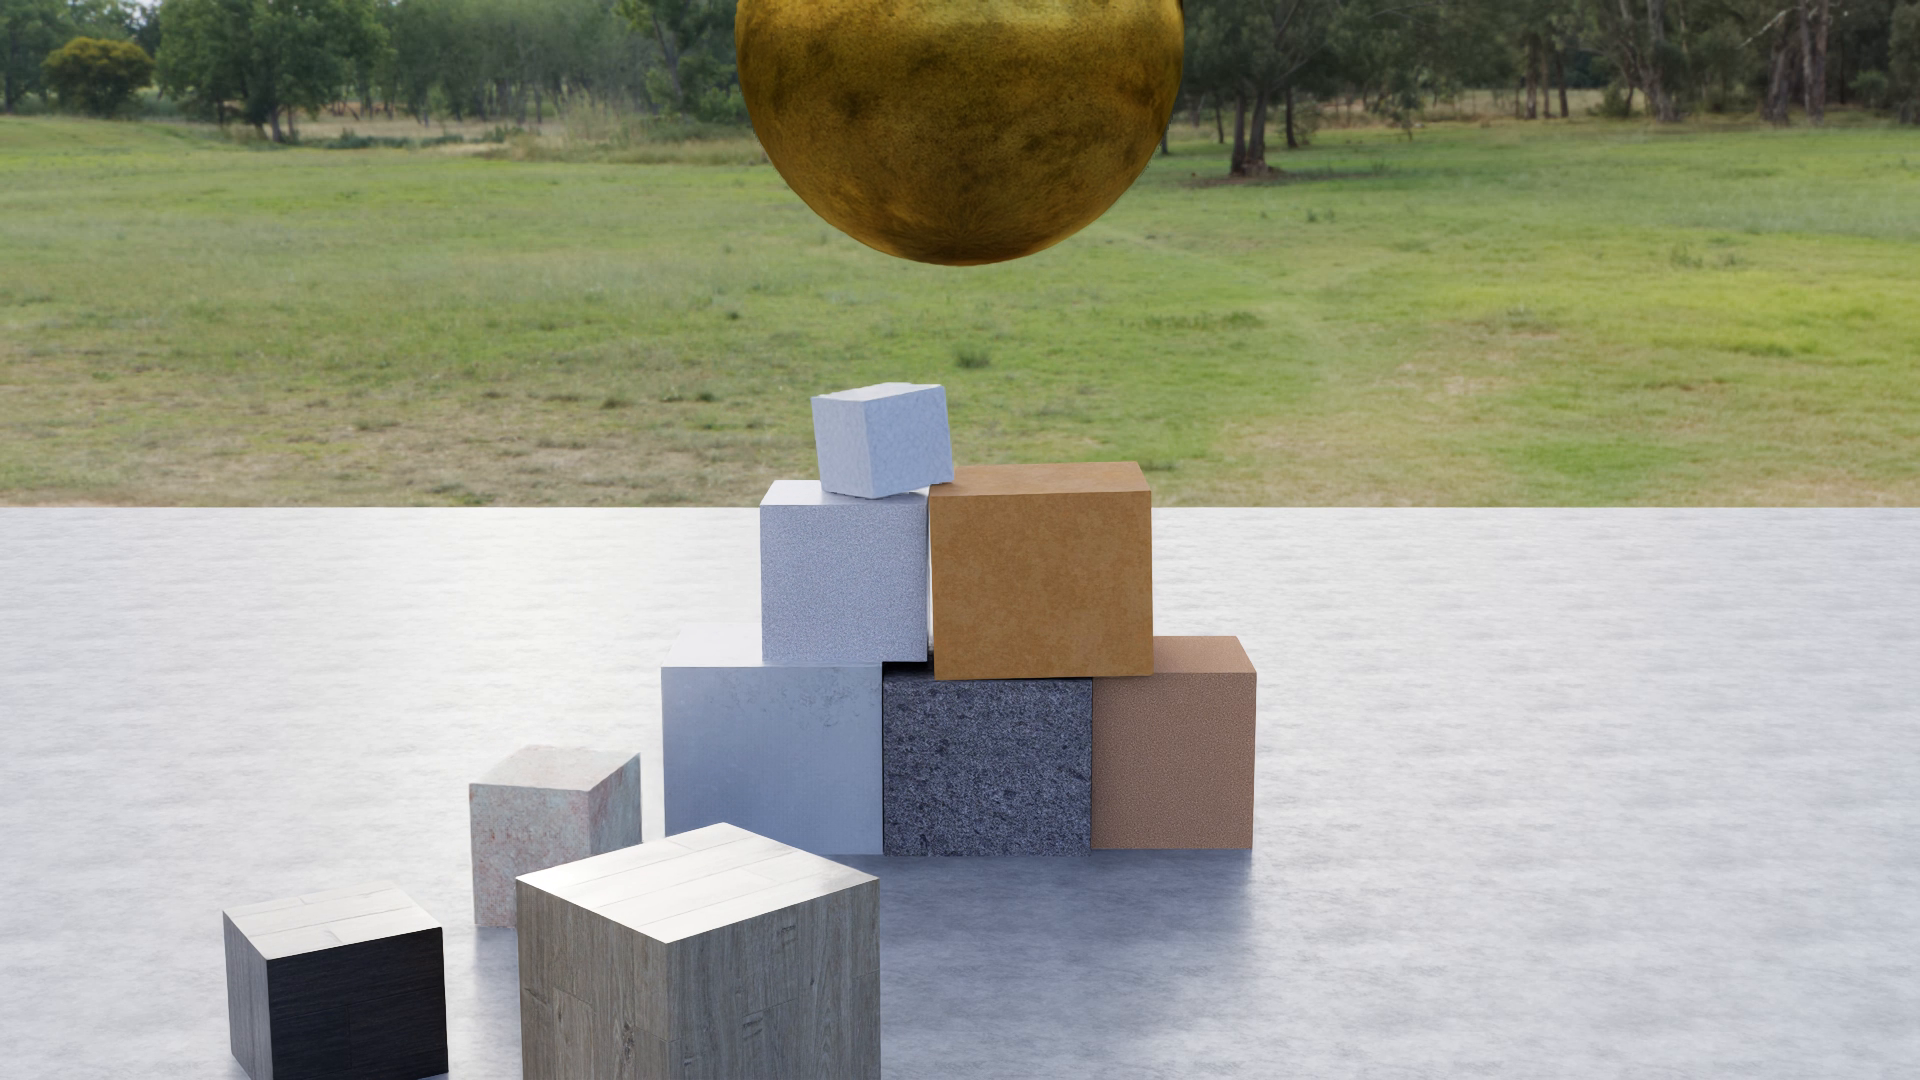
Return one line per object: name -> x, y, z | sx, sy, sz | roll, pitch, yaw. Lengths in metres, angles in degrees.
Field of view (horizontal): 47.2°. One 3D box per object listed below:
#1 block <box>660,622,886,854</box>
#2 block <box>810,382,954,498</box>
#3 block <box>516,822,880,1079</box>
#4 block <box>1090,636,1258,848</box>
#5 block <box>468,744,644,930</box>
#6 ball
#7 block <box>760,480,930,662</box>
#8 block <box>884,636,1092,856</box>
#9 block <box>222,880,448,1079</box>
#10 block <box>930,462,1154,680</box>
block -> -0.925, 1.004, 11.360 | 1.083, 0.961, 1.004 | 0, 10, 0
block -> -0.390, -0.509, 11.066 | 0.486, 0.483, 0.491 | -14, 13, -34
block -> -0.942, 1.653, 7.967 | 0.940, 0.897, 0.907 | -10, 14, -43
block -> 1.063, 1.029, 11.362 | 0.812, 0.910, 0.823 | 0, 10, 0
block -> -1.849, 1.370, 10.137 | 0.571, 0.675, 0.647 | 2, 11, 12
ball -> 0.000, -1.780, 7.830 | 1.600, 1.600, 1.600 | 0, 10, 0
block -> -0.568, 0.144, 11.208 | 0.816, 0.785, 0.783 | 0, 10, 1
block -> 0.136, 1.041, 11.356 | 1.023, 0.888, 1.045 | 0, 10, 0
block -> -2.396, 1.727, 8.430 | 0.656, 0.586, 0.629 | -6, 12, -32
block -> 0.405, 0.136, 11.211 | 1.075, 0.915, 1.002 | -1, 10, 1
